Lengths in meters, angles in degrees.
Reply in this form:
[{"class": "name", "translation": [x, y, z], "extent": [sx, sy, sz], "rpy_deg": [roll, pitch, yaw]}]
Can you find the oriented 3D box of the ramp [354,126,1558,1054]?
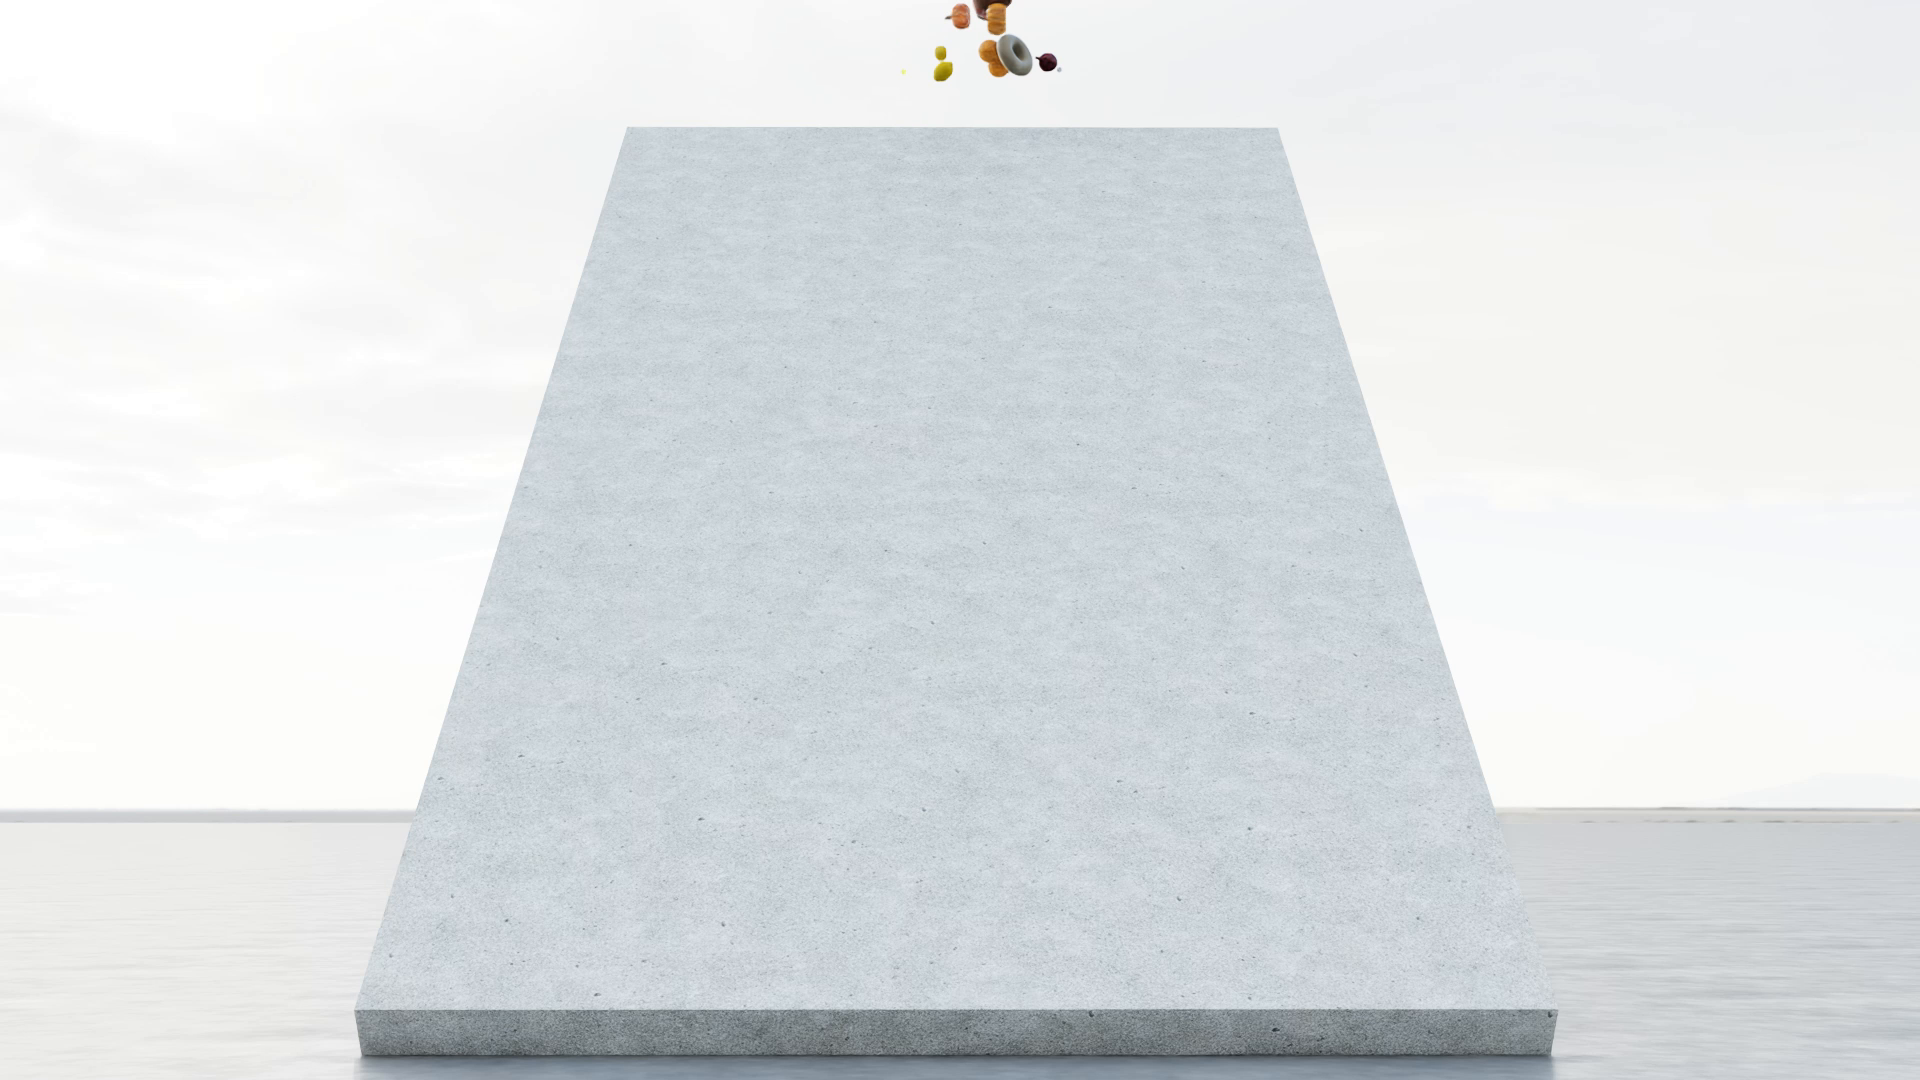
[{"class": "ramp", "translation": [-0.014, -0.202, 5.774], "extent": [2.000, 0.100, 4.000], "rpy_deg": [0, 31, 0]}]
